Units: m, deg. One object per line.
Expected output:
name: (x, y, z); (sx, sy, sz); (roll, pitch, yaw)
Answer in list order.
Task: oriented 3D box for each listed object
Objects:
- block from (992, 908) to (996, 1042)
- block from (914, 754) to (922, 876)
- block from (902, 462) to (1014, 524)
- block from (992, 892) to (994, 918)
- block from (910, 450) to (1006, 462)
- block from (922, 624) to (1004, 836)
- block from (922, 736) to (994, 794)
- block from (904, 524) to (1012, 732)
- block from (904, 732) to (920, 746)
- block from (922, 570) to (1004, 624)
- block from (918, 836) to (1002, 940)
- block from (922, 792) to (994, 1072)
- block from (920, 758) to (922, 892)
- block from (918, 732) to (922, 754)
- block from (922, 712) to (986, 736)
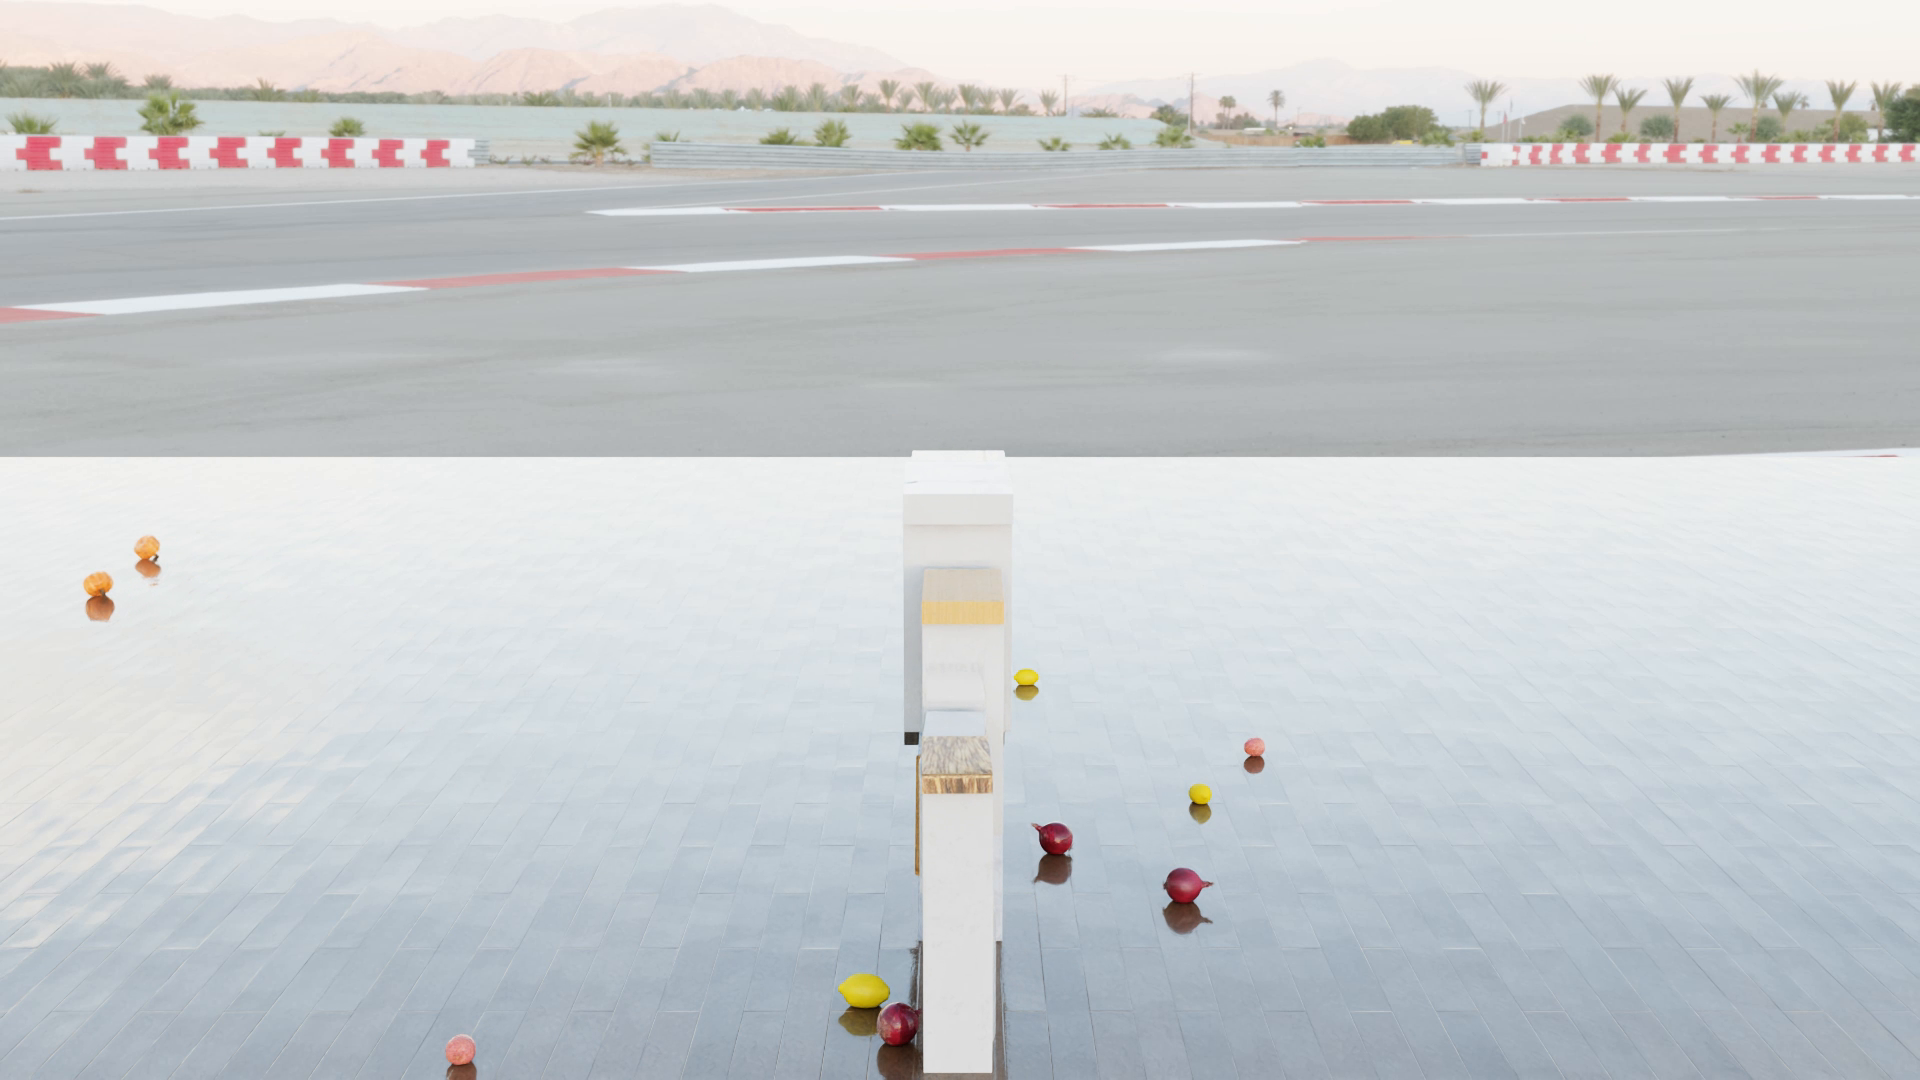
block: (0.002, 0.605, 3.074); (0.094, 0.187, 0.027); (2, 10, 9)
block: (-0.020, 0.392, 3.089); (0.087, 0.174, 0.025); (7, 11, 32)
block: (-0.005, -0.079, 3.602); (0.172, 0.049, 0.345); (0, 10, -1)
block: (-0.001, 0.490, 3.108); (0.094, 0.027, 0.187); (0, 10, 0)
block: (-0.003, -0.112, 3.952); (0.171, 0.048, 0.342); (0, 11, 0)
block: (0.005, 0.279, 3.287); (0.120, 0.331, 0.034); (0, 10, 0)
block: (-0.005, 0.302, 2.962); (0.093, 0.026, 0.185); (0, 10, -1)
block: (-0.004, 0.135, 3.526); (0.172, 0.345, 0.049); (0, 11, 0)
block: (-0.010, 0.136, 3.758); (0.172, 0.431, 0.049); (0, 11, 0)
block: (0.004, 0.085, 3.332); (0.120, 0.034, 0.240); (0, 11, 0)
block: (0.000, 0.497, 3.450); (0.132, 0.264, 0.037); (0, 11, 0)
block: (-0.003, 0.521, 2.944); (0.093, 0.399, 0.026); (0, 11, 0)
block: (-0.009, 0.395, 3.040); (0.093, 0.185, 0.026); (0, 10, 2)
block: (0.001, 0.333, 3.509); (0.132, 0.037, 0.264); (0, 11, 0)
block: (-0.008, 0.280, 3.148); (0.087, 0.025, 0.174); (0, 10, 2)
